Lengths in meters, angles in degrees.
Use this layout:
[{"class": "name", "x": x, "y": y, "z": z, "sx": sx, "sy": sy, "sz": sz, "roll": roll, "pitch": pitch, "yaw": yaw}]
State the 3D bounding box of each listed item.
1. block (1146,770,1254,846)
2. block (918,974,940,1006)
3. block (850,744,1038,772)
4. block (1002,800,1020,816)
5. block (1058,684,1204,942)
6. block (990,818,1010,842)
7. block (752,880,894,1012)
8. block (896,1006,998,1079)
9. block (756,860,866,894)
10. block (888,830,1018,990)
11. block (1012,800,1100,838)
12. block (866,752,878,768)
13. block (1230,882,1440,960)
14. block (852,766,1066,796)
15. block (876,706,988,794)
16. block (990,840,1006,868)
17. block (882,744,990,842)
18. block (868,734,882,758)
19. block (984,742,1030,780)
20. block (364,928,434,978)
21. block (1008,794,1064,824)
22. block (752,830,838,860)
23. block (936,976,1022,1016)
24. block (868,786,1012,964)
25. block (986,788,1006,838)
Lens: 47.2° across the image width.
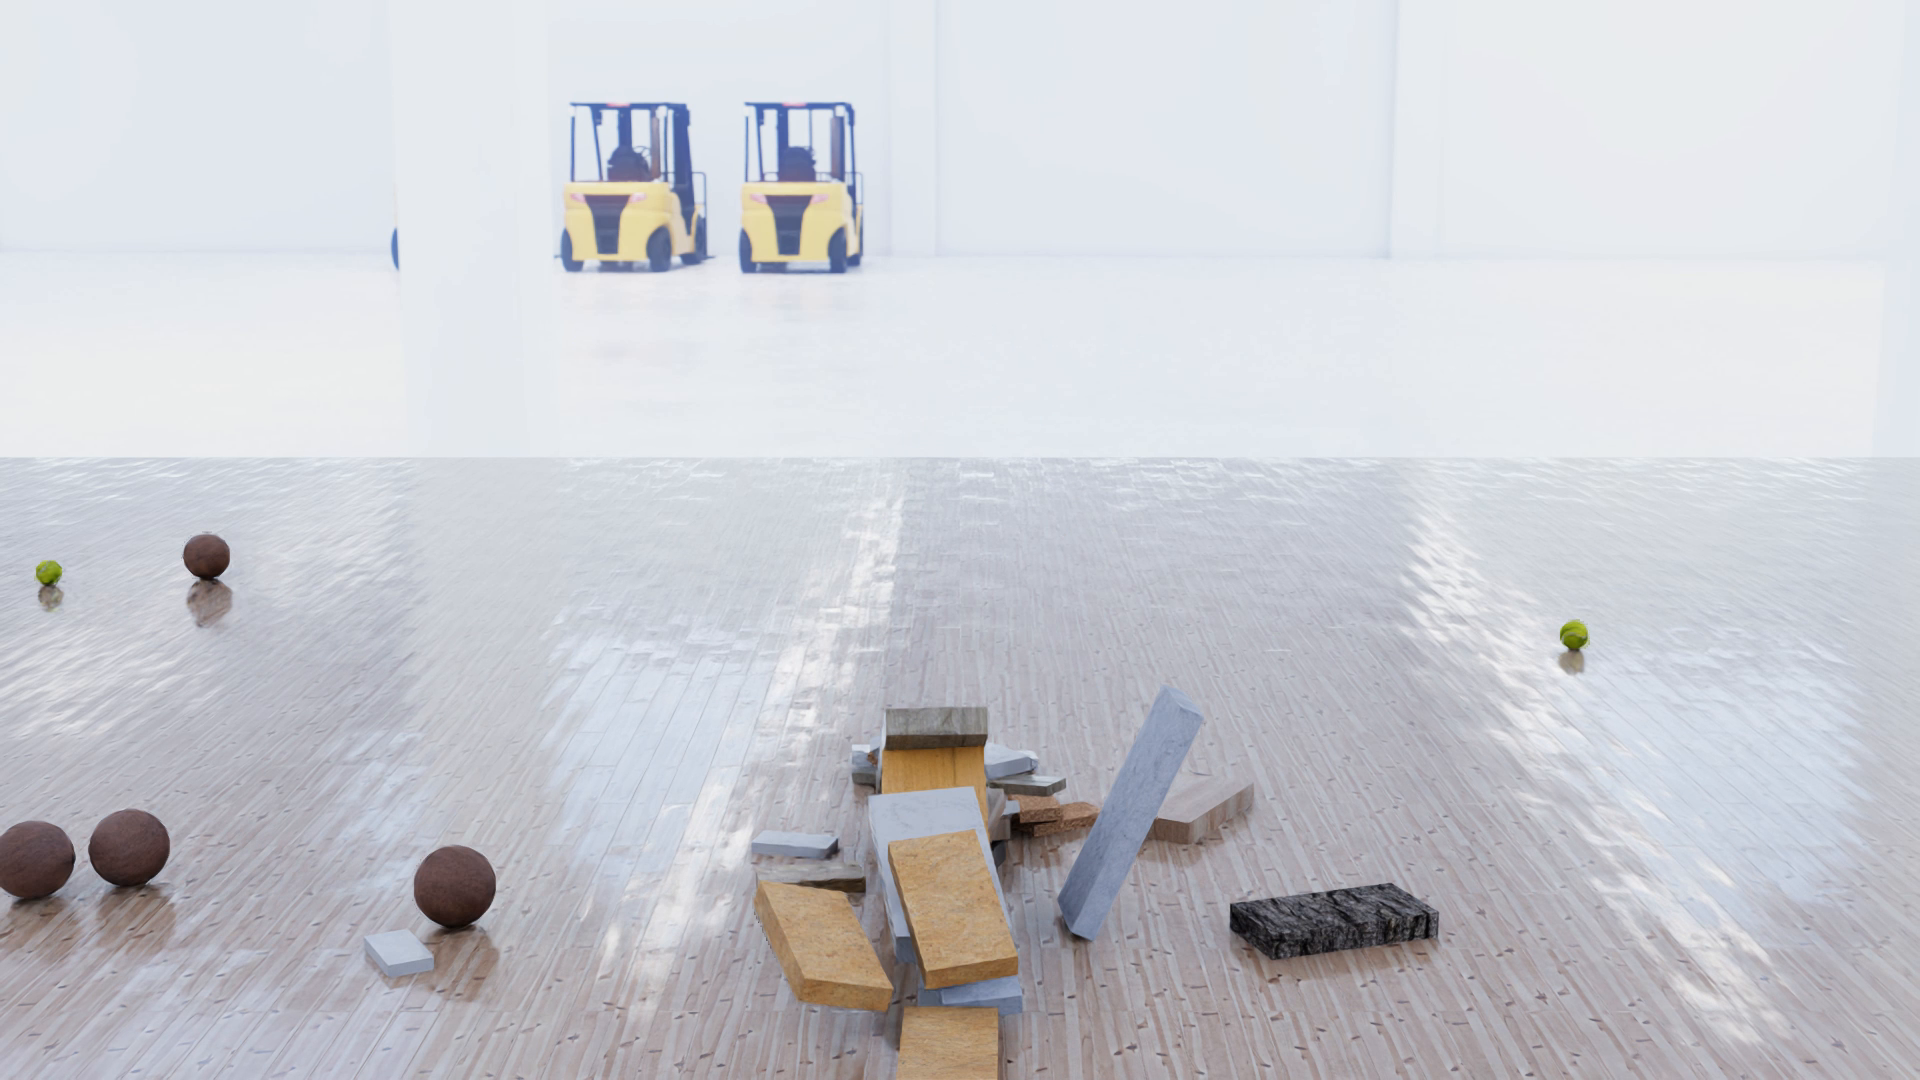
[{"class": "block", "x": 0.419, "y": 0.494, "z": 4.073, "sx": 0.146, "sy": 0.041, "sz": 0.292, "roll": 6, "pitch": 12, "yaw": 30}, {"class": "block", "x": 0.000, "y": 0.644, "z": 3.290, "sx": 0.114, "sy": 0.032, "sz": 0.228, "roll": 0, "pitch": 11, "yaw": 1}, {"class": "block", "x": -0.033, "y": 0.432, "z": 4.367, "sx": 0.367, "sy": 0.026, "sz": 0.092, "roll": 2, "pitch": 3, "yaw": -3}, {"class": "block", "x": 0.061, "y": 0.490, "z": 3.981, "sx": 0.079, "sy": 0.022, "sz": 0.158, "roll": -9, "pitch": -8, "yaw": -6}, {"class": "block", "x": 0.268, "y": 0.431, "z": 3.495, "sx": 0.041, "sy": 0.397, "sz": 0.146, "roll": 24, "pitch": 7, "yaw": -10}, {"class": "block", "x": 0.008, "y": 0.505, "z": 3.810, "sx": 0.124, "sy": 0.035, "sz": 0.248, "roll": -4, "pitch": -7, "yaw": 9}, {"class": "block", "x": -0.198, "y": 0.576, "z": 3.133, "sx": 0.132, "sy": 0.037, "sz": 0.265, "roll": 12, "pitch": 17, "yaw": -23}, {"class": "block", "x": -0.018, "y": 0.724, "z": 2.845, "sx": 0.132, "sy": 0.037, "sz": 0.525, "roll": 0, "pitch": 11, "yaw": 1}, {"class": "block", "x": -0.252, "y": 0.571, "z": 3.701, "sx": 0.176, "sy": 0.025, "sz": 0.088, "roll": -2, "pitch": 10, "yaw": -10}, {"class": "block", "x": -0.013, "y": 0.530, "z": 3.180, "sx": 0.132, "sy": 0.037, "sz": 0.265, "roll": -7, "pitch": 36, "yaw": -11}, {"class": "block", "x": 0.182, "y": 0.511, "z": 4.032, "sx": 0.157, "sy": 0.022, "sz": 0.079, "roll": -6, "pitch": 12, "yaw": -30}, {"class": "block", "x": -0.073, "y": 0.426, "z": 4.113, "sx": 0.184, "sy": 0.026, "sz": 0.092, "roll": 34, "pitch": 57, "yaw": 11}, {"class": "block", "x": 0.592, "y": 0.603, "z": 3.486, "sx": 0.293, "sy": 0.041, "sz": 0.146, "roll": -4, "pitch": 11, "yaw": -19}, {"class": "block", "x": -0.006, "y": 0.458, "z": 4.199, "sx": 0.444, "sy": 0.020, "sz": 0.070, "roll": 0, "pitch": 8, "yaw": 33}, {"class": "block", "x": -0.051, "y": 0.369, "z": 3.772, "sx": 0.168, "sy": 0.048, "sz": 0.337, "roll": 0, "pitch": -25, "yaw": -5}, {"class": "block", "x": -0.002, "y": 0.538, "z": 3.690, "sx": 0.124, "sy": 0.035, "sz": 0.247, "roll": -4, "pitch": -2, "yaw": 9}, {"class": "block", "x": -0.040, "y": 0.451, "z": 3.532, "sx": 0.168, "sy": 0.048, "sz": 0.337, "roll": -3, "pitch": 31, "yaw": 0}, {"class": "block", "x": -0.071, "y": 0.408, "z": 3.986, "sx": 0.101, "sy": 0.202, "sz": 0.029, "roll": -27, "pitch": 40, "yaw": 10}, {"class": "block", "x": 0.035, "y": 0.419, "z": 4.240, "sx": 0.101, "sy": 0.029, "sz": 0.203, "roll": -9, "pitch": 12, "yaw": -35}, {"class": "block", "x": -0.862, "y": 0.634, "z": 3.378, "sx": 0.070, "sy": 0.020, "sz": 0.140, "roll": -6, "pitch": 12, "yaw": -29}, {"class": "block", "x": 0.138, "y": 0.488, "z": 4.024, "sx": 0.079, "sy": 0.022, "sz": 0.158, "roll": -4, "pitch": 5, "yaw": -6}, {"class": "block", "x": -0.292, "y": 0.539, "z": 3.890, "sx": 0.140, "sy": 0.020, "sz": 0.070, "roll": 3, "pitch": 11, "yaw": 14}, {"class": "block", "x": 0.014, "y": 0.611, "z": 3.212, "sx": 0.114, "sy": 0.032, "sz": 0.228, "roll": -5, "pitch": 28, "yaw": -8}, {"class": "block", "x": -0.035, "y": 0.501, "z": 3.334, "sx": 0.168, "sy": 0.048, "sz": 0.359, "roll": -4, "pitch": 28, "yaw": -7}, {"class": "block", "x": -0.014, "y": 0.481, "z": 3.619, "sx": 0.124, "sy": 0.035, "sz": 0.247, "roll": -2, "pitch": 20, "yaw": 16}]
